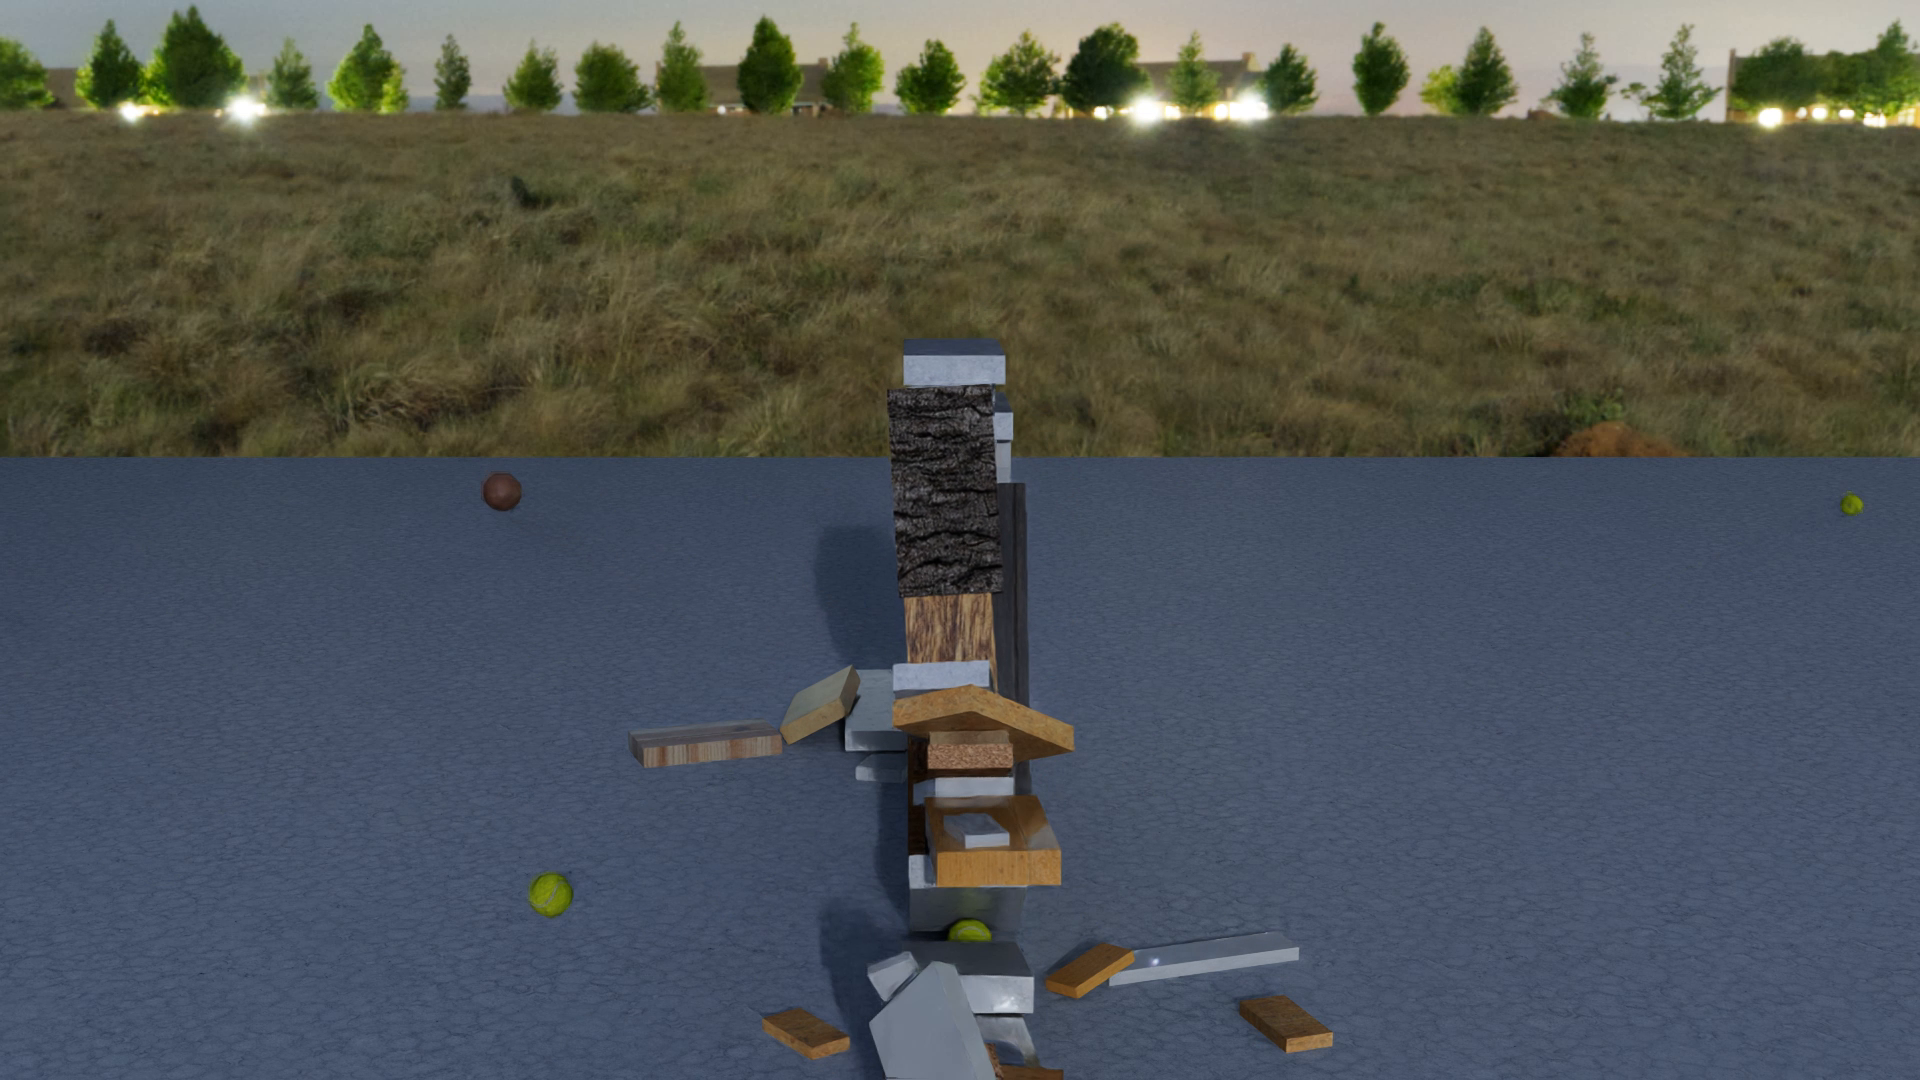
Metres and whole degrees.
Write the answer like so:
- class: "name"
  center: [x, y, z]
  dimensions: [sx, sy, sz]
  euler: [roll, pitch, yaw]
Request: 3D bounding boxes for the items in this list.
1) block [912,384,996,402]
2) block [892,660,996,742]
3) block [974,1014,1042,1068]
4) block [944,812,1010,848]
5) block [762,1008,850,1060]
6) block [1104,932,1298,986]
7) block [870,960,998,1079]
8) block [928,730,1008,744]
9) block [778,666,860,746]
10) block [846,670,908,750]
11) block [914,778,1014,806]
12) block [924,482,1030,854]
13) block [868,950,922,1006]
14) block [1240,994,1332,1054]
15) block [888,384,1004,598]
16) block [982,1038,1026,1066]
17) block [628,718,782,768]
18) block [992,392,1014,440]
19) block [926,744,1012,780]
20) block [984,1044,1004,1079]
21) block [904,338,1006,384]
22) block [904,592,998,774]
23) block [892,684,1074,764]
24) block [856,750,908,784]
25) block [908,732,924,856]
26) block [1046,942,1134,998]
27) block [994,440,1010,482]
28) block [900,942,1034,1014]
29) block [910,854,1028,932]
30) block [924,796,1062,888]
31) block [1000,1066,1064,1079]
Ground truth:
- class: "block"
  center: [-0.013, -0.295, 4.099]
  dimensions: [0.150, 0.043, 0.301]
  euler: [0, 10, -1]
- class: "block"
  center: [-0.017, 0.260, 3.513]
  dimensions: [0.148, 0.042, 0.297]
  euler: [-3, -21, 4]
- class: "block"
  center: [0.020, 0.641, 2.748]
  dimensions: [0.136, 0.039, 0.516]
  euler: [2, -2, -2]
- class: "block"
  center: [0.022, 0.406, 3.073]
  dimensions: [0.063, 0.018, 0.127]
  euler: [-2, 6, -14]
- class: "block"
  center: [-0.216, 0.691, 3.078]
  dimensions: [0.063, 0.018, 0.127]
  euler: [-8, 13, -36]
- class: "block"
  center: [0.359, 0.638, 3.356]
  dimensions: [0.316, 0.020, 0.072]
  euler: [-4, 11, -19]
- class: "block"
  center: [-0.018, 0.557, 2.255]
  dimensions: [0.032, 0.112, 0.223]
  euler: [23, 29, -38]
- class: "block"
  center: [0.011, 0.358, 3.541]
  dimensions: [0.123, 0.035, 0.247]
  euler: [-1, -21, -2]
- class: "block"
  center: [-0.296, 0.349, 4.683]
  dimensions: [0.143, 0.041, 0.286]
  euler: [-28, 8, 7]
- class: "block"
  center: [-0.172, 0.359, 4.718]
  dimensions: [0.143, 0.041, 0.637]
  euler: [0, 8, -2]
- class: "block"
  center: [0.003, 0.399, 3.477]
  dimensions: [0.123, 0.035, 0.247]
  euler: [1, -9, -9]
- class: "block"
  center: [0.028, 0.217, 3.766]
  dimensions: [0.178, 0.644, 0.050]
  euler: [0, -16, -1]
- class: "block"
  center: [-0.055, 0.494, 2.380]
  dimensions: [0.050, 0.101, 0.014]
  euler: [-23, 24, 12]
- class: "block"
  center: [0.460, 0.683, 3.110]
  dimensions: [0.072, 0.020, 0.143]
  euler: [-4, 11, -19]
- class: "block"
  center: [-0.026, -0.083, 3.760]
  dimensions: [0.178, 0.355, 0.050]
  euler: [-3, -4, -2]
- class: "block"
  center: [0.035, 0.605, 2.561]
  dimensions: [0.072, 0.020, 0.143]
  euler: [2, -2, -2]
- class: "block"
  center: [-0.523, 0.414, 4.505]
  dimensions: [0.286, 0.041, 0.143]
  euler: [-4, 11, -20]
- class: "block"
  center: [0.004, -0.225, 3.965]
  dimensions: [0.167, 0.047, 0.334]
  euler: [0, 10, -1]
- class: "block"
  center: [0.011, 0.336, 3.316]
  dimensions: [0.123, 0.035, 0.247]
  euler: [0, -10, -2]
- class: "block"
  center: [0.021, 0.590, 2.413]
  dimensions: [0.050, 0.014, 0.101]
  euler: [-3, 23, -8]
- class: "block"
  center: [-0.013, -0.328, 4.019]
  dimensions: [0.178, 0.050, 0.355]
  euler: [0, 10, -1]
- class: "block"
  center: [-0.012, 0.241, 3.705]
  dimensions: [0.148, 0.297, 0.042]
  euler: [-3, -18, -2]
- class: "block"
  center: [0.040, 0.296, 3.491]
  dimensions: [0.149, 0.042, 0.297]
  euler: [-14, -25, 32]
- class: "block"
  center: [-0.131, 0.443, 4.387]
  dimensions: [0.094, 0.027, 0.189]
  euler: [3, 11, 17]
- class: "block"
  center: [-0.005, 0.381, 3.864]
  dimensions: [0.171, 0.343, 0.049]
  euler: [0, -9, 0]
- class: "block"
  center: [0.193, 0.640, 3.271]
  dimensions: [0.127, 0.018, 0.063]
  euler: [-24, 19, -39]
- class: "block"
  center: [0.004, -0.024, 3.928]
  dimensions: [0.167, 0.334, 0.047]
  euler: [0, 21, -1]
- class: "block"
  center: [0.005, 0.609, 3.075]
  dimensions: [0.171, 0.048, 0.341]
  euler: [1, -3, -3]
- class: "block"
  center: [0.009, 0.536, 3.320]
  dimensions: [0.171, 0.048, 0.341]
  euler: [0, -21, -1]
- class: "block"
  center: [0.042, 0.430, 3.163]
  dimensions: [0.171, 0.048, 0.341]
  euler: [-1, 6, -4]
- class: "block"
  center: [0.034, 0.654, 2.327]
  dimensions: [0.136, 0.039, 0.273]
  euler: [2, 22, 5]
